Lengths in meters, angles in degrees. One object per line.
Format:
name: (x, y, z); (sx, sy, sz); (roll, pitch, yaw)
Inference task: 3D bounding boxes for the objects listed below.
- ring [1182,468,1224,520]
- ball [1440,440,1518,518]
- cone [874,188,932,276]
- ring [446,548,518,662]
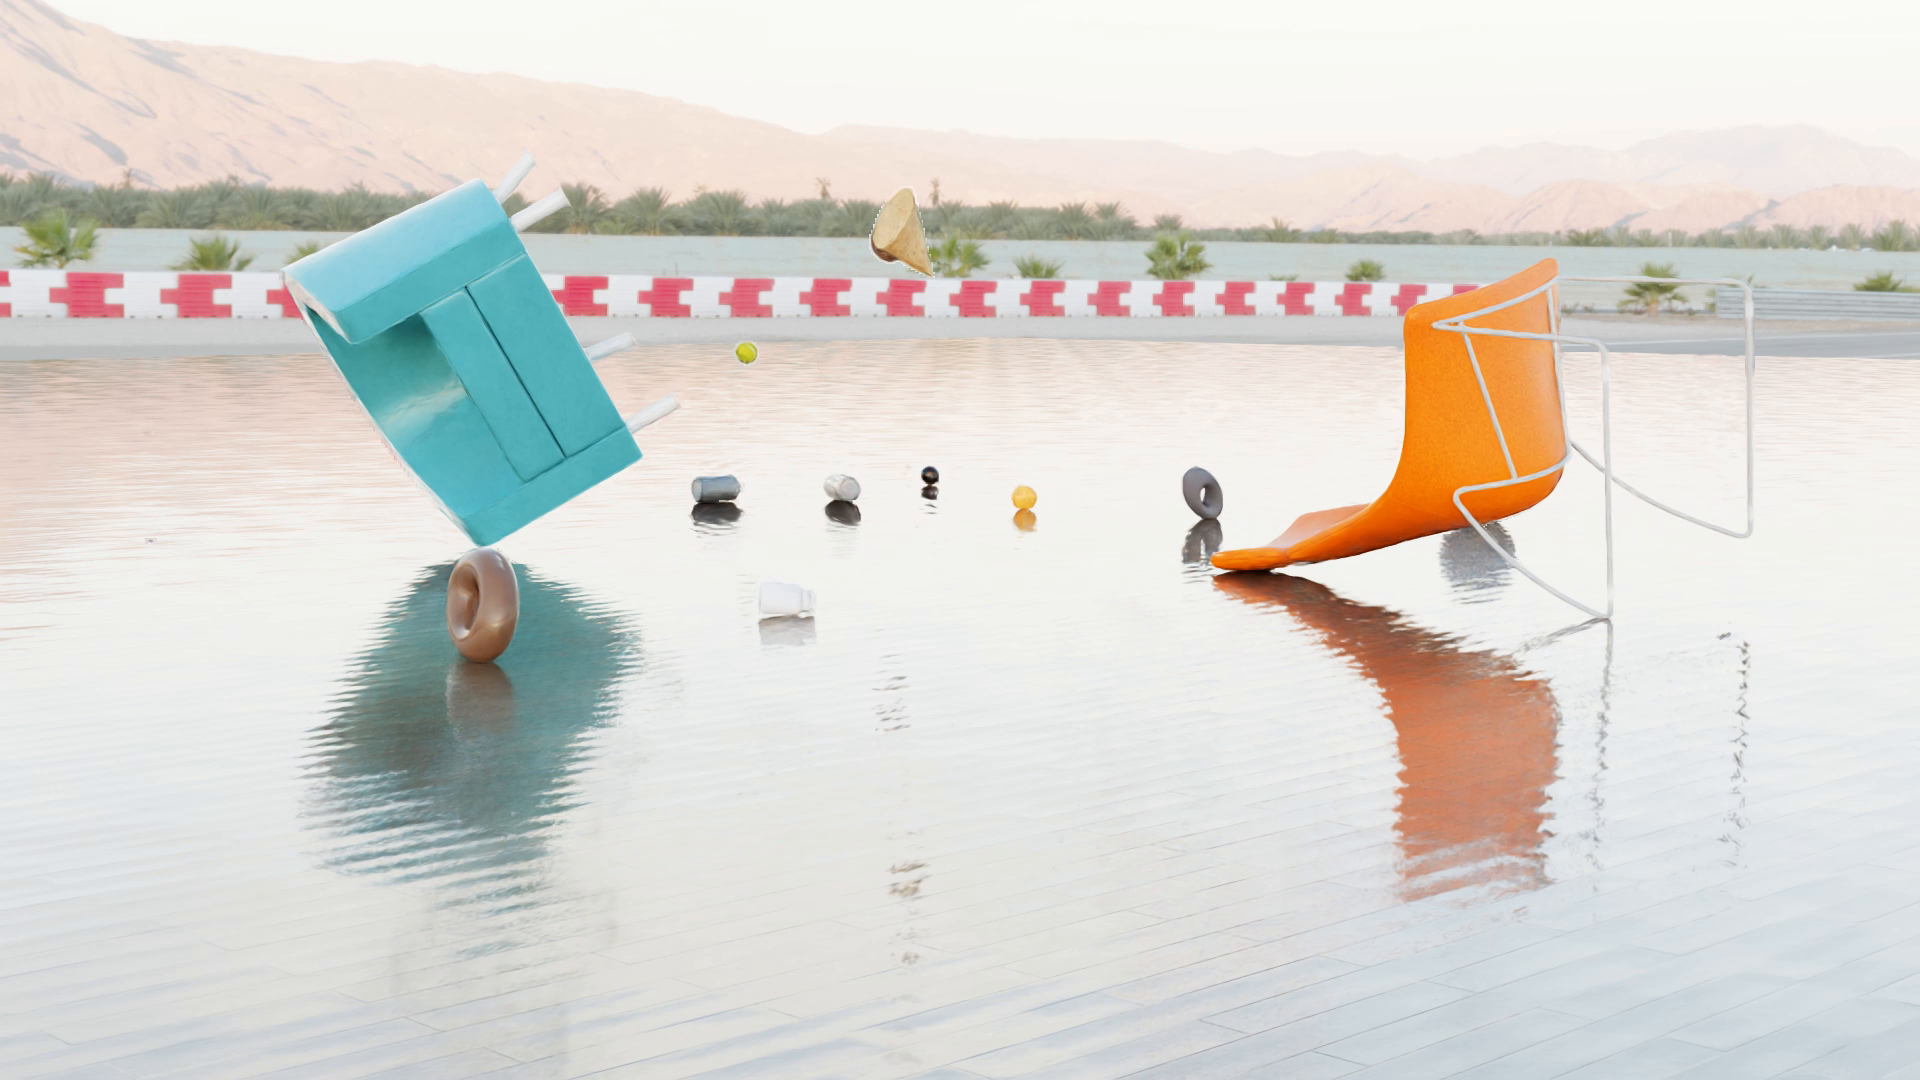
ring: (0.656, -0.126, 6.937); (0.103, 0.191, 0.063); (-45, 45, -13)
ball: (1.416, -0.167, 7.009); (0.210, 0.210, 0.210); (0, 6, 0)
cone: (-0.103, -0.647, 5.685); (0.082, 0.188, 0.191); (-5, -41, 31)
ring: (-0.824, 0.111, 4.422); (0.068, 0.187, 0.223); (11, 29, -34)
